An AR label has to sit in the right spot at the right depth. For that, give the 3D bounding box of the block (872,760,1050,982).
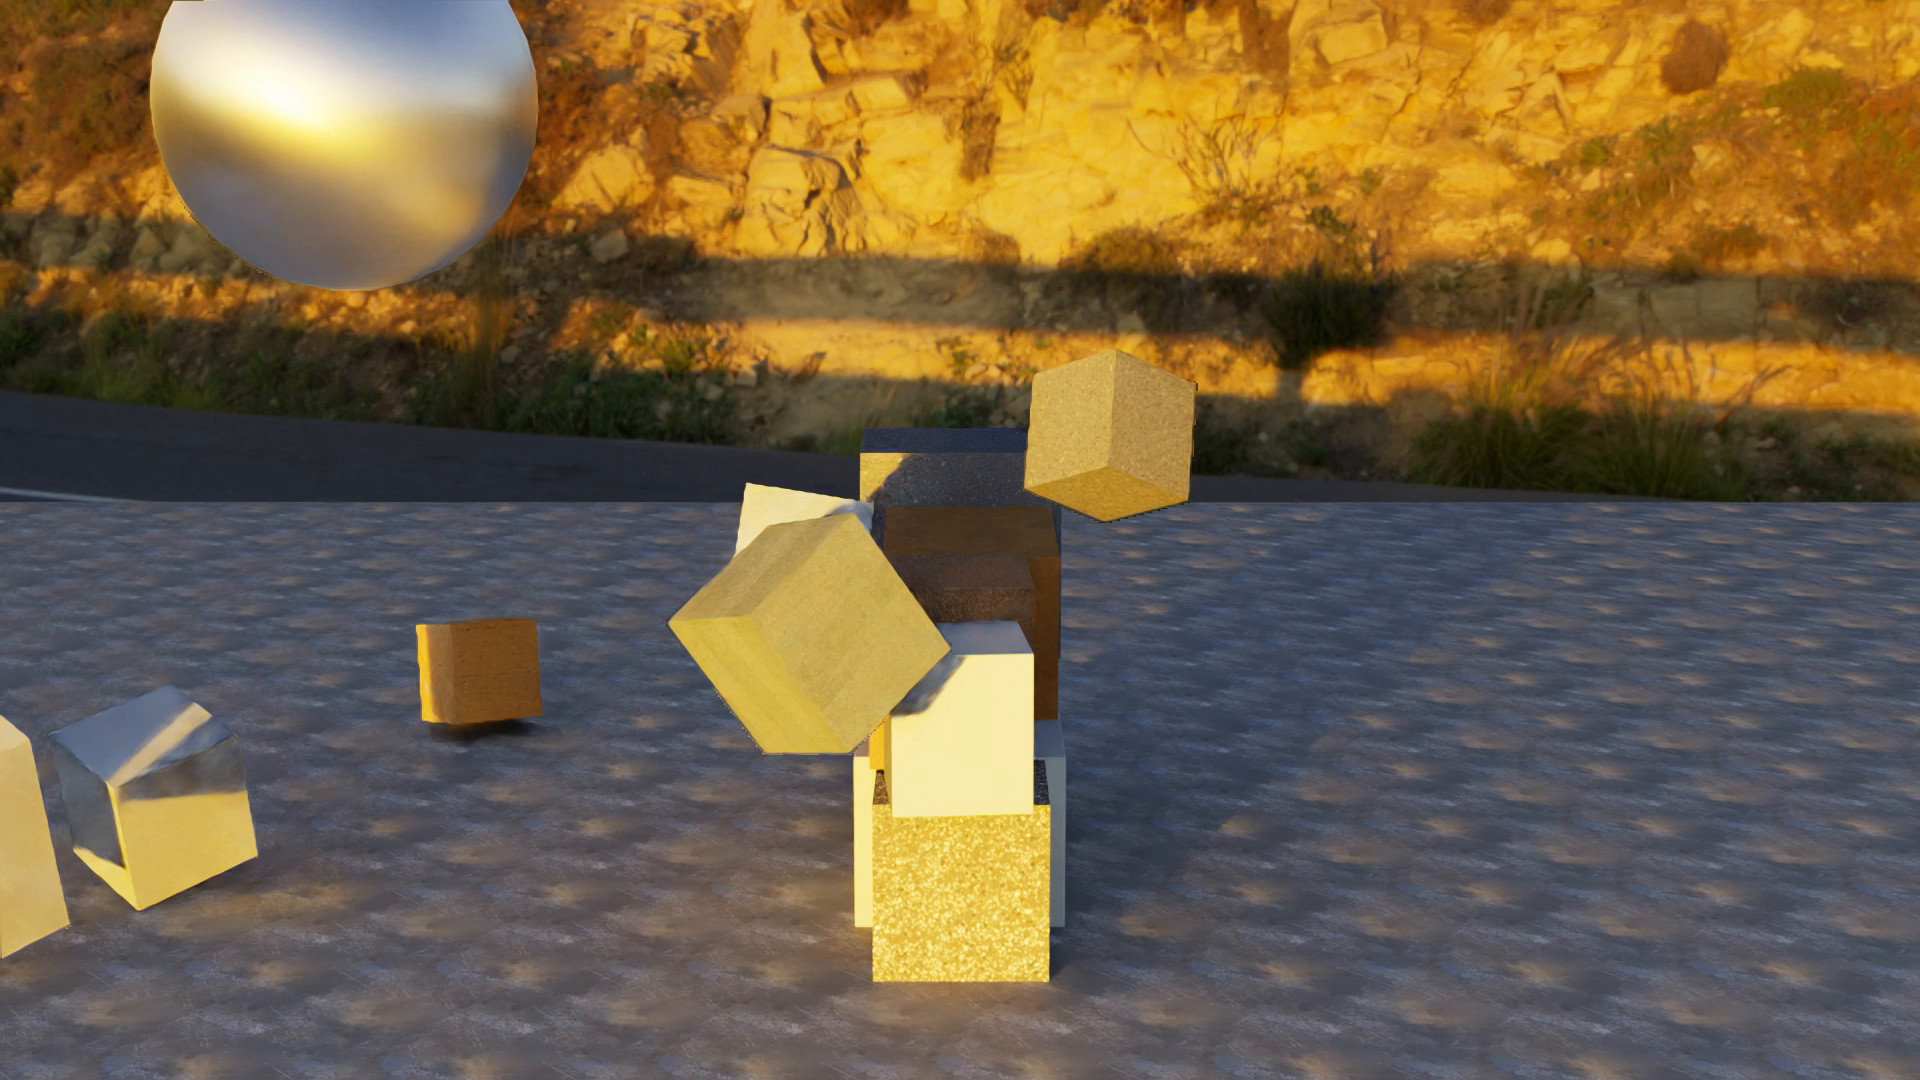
[{"bbox_3d":[0.004,1.319,10.305,0.689,0.718,0.653,0,10,0],"label":"block"}]

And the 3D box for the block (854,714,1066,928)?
[{"bbox_3d":[0.001,1.188,10.989,0.873,0.731,0.732,0,10,0],"label":"block"}]

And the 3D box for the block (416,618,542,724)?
[{"bbox_3d":[-2.605,0.702,13.889,0.485,0.528,0.508,-4,1,-32],"label":"block"}]

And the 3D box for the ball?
[{"bbox_3d":[-2.589,-1.855,10.843,1.600,1.600,1.600,0,10,0],"label":"ball"}]

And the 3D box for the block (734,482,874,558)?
[{"bbox_3d":[-0.668,0.200,10.341,0.514,0.586,0.631,9,-23,-5],"label":"block"}]

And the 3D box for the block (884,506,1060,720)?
[{"bbox_3d":[0.043,0.316,11.460,0.753,0.735,0.822,0,16,-1],"label":"block"}]

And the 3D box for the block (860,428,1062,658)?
[{"bbox_3d":[-0.001,0.003,12.300,0.931,0.972,0.837,0,10,-1],"label":"block"}]

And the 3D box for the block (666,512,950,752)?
[{"bbox_3d":[-0.553,0.347,9.356,0.571,0.631,0.605,-45,21,-28],"label":"block"}]

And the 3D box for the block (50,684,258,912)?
[{"bbox_3d":[-3.479,1.103,11.085,0.573,0.631,0.570,-25,38,-37],"label":"block"}]

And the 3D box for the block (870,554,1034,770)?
[{"bbox_3d":[-0.043,0.496,10.669,0.662,0.746,0.717,0,10,-1],"label":"block"}]

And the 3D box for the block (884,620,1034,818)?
[{"bbox_3d":[-0.014,0.689,10.015,0.538,0.625,0.609,-1,10,-4],"label":"block"}]

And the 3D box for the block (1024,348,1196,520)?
[{"bbox_3d":[0.550,-0.380,9.405,0.420,0.452,0.425,21,-24,-39],"label":"block"}]

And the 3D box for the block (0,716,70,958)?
[{"bbox_3d":[-3.639,1.002,8.859,0.727,0.810,0.678,28,41,35],"label":"block"}]
